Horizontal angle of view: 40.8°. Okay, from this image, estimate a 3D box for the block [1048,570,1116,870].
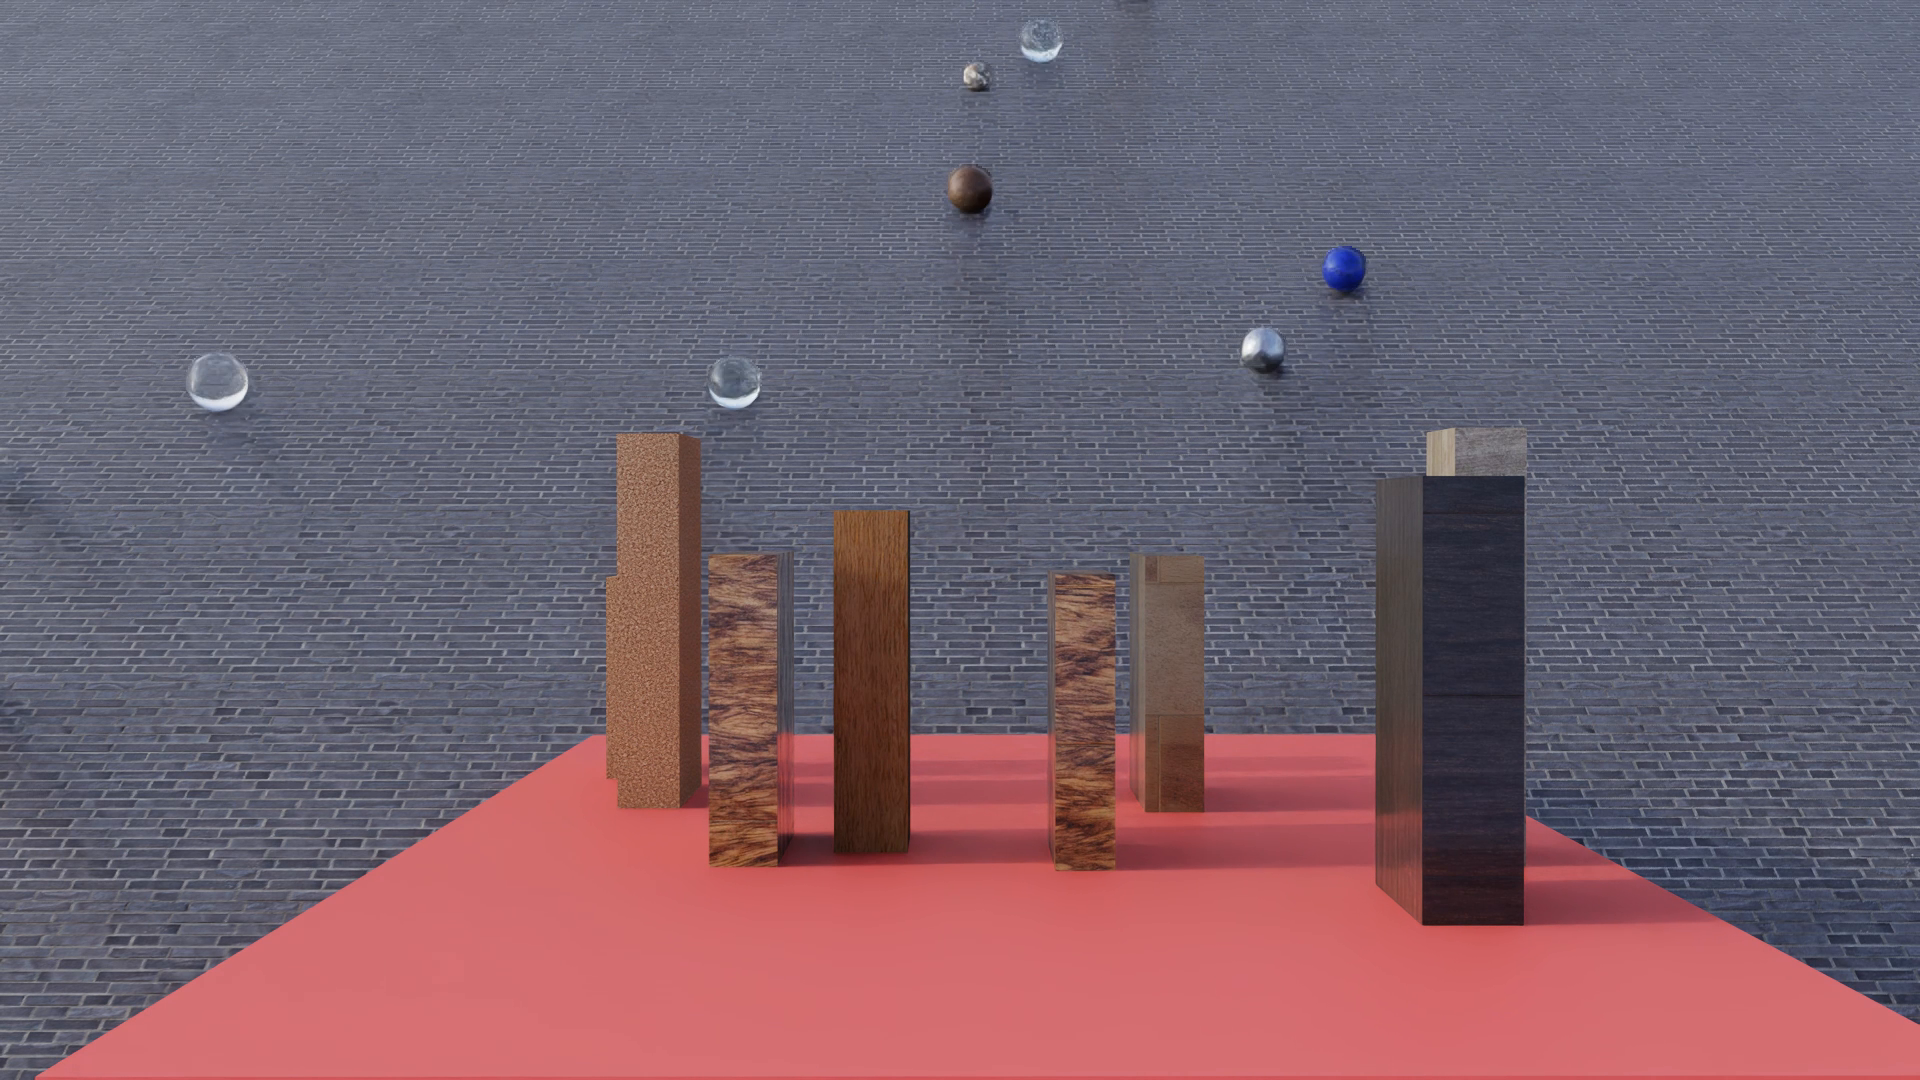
[{"bbox_3d":[0.199,0.288,4.283,0.095,0.471,0.364,0,1,0],"label":"block"}]

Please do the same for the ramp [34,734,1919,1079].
[{"bbox_3d":[0.063,0.570,4.611,2.000,0.100,4.000,0,1,0],"label":"ramp"}]

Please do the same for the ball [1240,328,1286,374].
[{"bbox_3d":[1.029,-0.643,8.767,0.153,0.153,0.153,0,28,0],"label":"ball"}]

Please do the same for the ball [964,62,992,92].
[{"bbox_3d":[0.078,-2.044,11.409,0.128,0.128,0.128,0,28,0],"label":"ball"}]

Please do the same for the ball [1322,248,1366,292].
[{"bbox_3d":[1.395,-0.982,9.396,0.157,0.157,0.157,0,28,0],"label":"ball"}]

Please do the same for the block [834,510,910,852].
[{"bbox_3d":[-0.149,0.236,4.446,0.124,0.573,0.254,0,1,0],"label":"block"}]

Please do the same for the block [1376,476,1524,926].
[{"bbox_3d":[0.706,0.219,3.754,0.140,0.619,0.399,0,1,0],"label":"block"}]

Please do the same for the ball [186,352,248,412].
[{"bbox_3d":[-2.440,-0.519,8.491,0.194,0.194,0.194,0,28,0],"label":"ball"}]

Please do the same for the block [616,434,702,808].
[{"bbox_3d":[-0.599,0.154,5.177,0.119,0.721,0.427,0,1,0],"label":"block"}]

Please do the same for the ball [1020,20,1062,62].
[{"bbox_3d":[0.366,-2.270,11.762,0.193,0.193,0.193,0,28,0],"label":"ball"}]

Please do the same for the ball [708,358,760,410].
[{"bbox_3d":[-0.743,-0.516,8.510,0.171,0.171,0.171,0,28,0],"label":"ball"}]

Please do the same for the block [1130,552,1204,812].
[{"bbox_3d":[0.407,0.271,5.119,0.112,0.486,0.445,0,1,0],"label":"block"}]

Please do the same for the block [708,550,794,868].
[{"bbox_3d":[-0.348,0.272,4.363,0.110,0.502,0.430,0,1,0],"label":"block"}]

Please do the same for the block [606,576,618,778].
[{"bbox_3d":[-0.703,0.293,5.674,0.104,0.431,0.312,0,1,0],"label":"block"}]

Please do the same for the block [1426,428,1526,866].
[{"bbox_3d":[0.851,0.171,4.268,0.115,0.705,0.251,0,1,0],"label":"block"}]

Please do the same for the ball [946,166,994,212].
[{"bbox_3d":[0.039,-1.369,10.093,0.181,0.181,0.181,0,28,0],"label":"ball"}]
